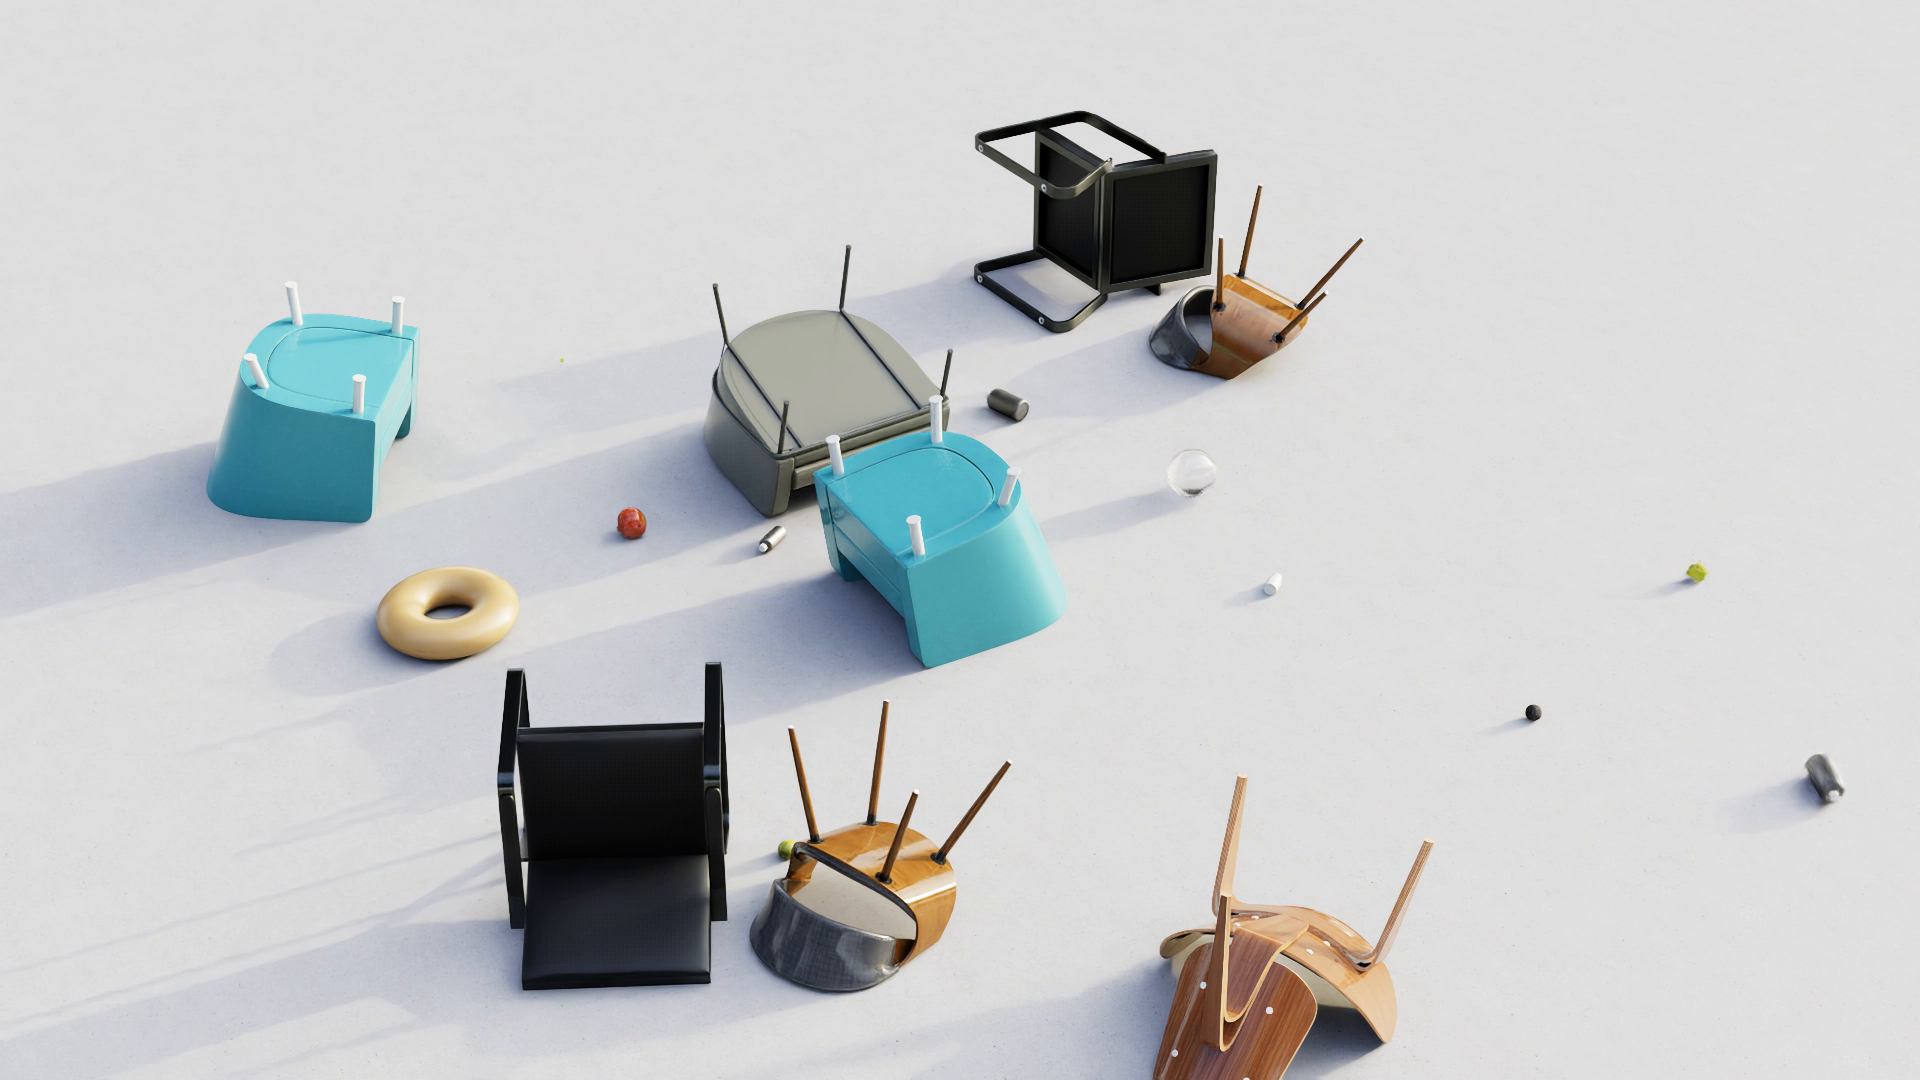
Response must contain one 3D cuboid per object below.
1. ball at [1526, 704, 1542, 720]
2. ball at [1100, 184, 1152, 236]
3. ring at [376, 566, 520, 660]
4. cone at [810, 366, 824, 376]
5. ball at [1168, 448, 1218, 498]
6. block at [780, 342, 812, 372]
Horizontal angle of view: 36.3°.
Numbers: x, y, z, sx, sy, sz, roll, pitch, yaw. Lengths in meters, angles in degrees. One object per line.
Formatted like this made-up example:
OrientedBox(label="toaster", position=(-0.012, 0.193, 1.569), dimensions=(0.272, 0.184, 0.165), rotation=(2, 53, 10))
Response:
OrientedBox(label="ball", position=(1.956, 0.588, 10.000), dimensions=(0.057, 0.057, 0.057), rotation=(0, 33, 0))
OrientedBox(label="ball", position=(0.736, -1.453, 12.941), dimensions=(0.229, 0.229, 0.229), rotation=(0, 33, 0))
OrientedBox(label="ring", position=(-1.824, 0.256, 10.445), dimensions=(0.506, 0.125, 0.522), rotation=(4, 33, 8))
OrientedBox(label="cone", position=(-0.600, -0.694, 11.977), dimensions=(0.062, 0.047, 0.063), rotation=(-10, 14, -26))
OrientedBox(label="ball", position=(0.884, -0.254, 11.159), dimensions=(0.188, 0.188, 0.188), rotation=(0, 33, 0))
OrientedBox(label="block", position=(-0.673, -0.751, 12.021), dimensions=(0.111, 0.069, 0.094), rotation=(-9, 35, -14))
